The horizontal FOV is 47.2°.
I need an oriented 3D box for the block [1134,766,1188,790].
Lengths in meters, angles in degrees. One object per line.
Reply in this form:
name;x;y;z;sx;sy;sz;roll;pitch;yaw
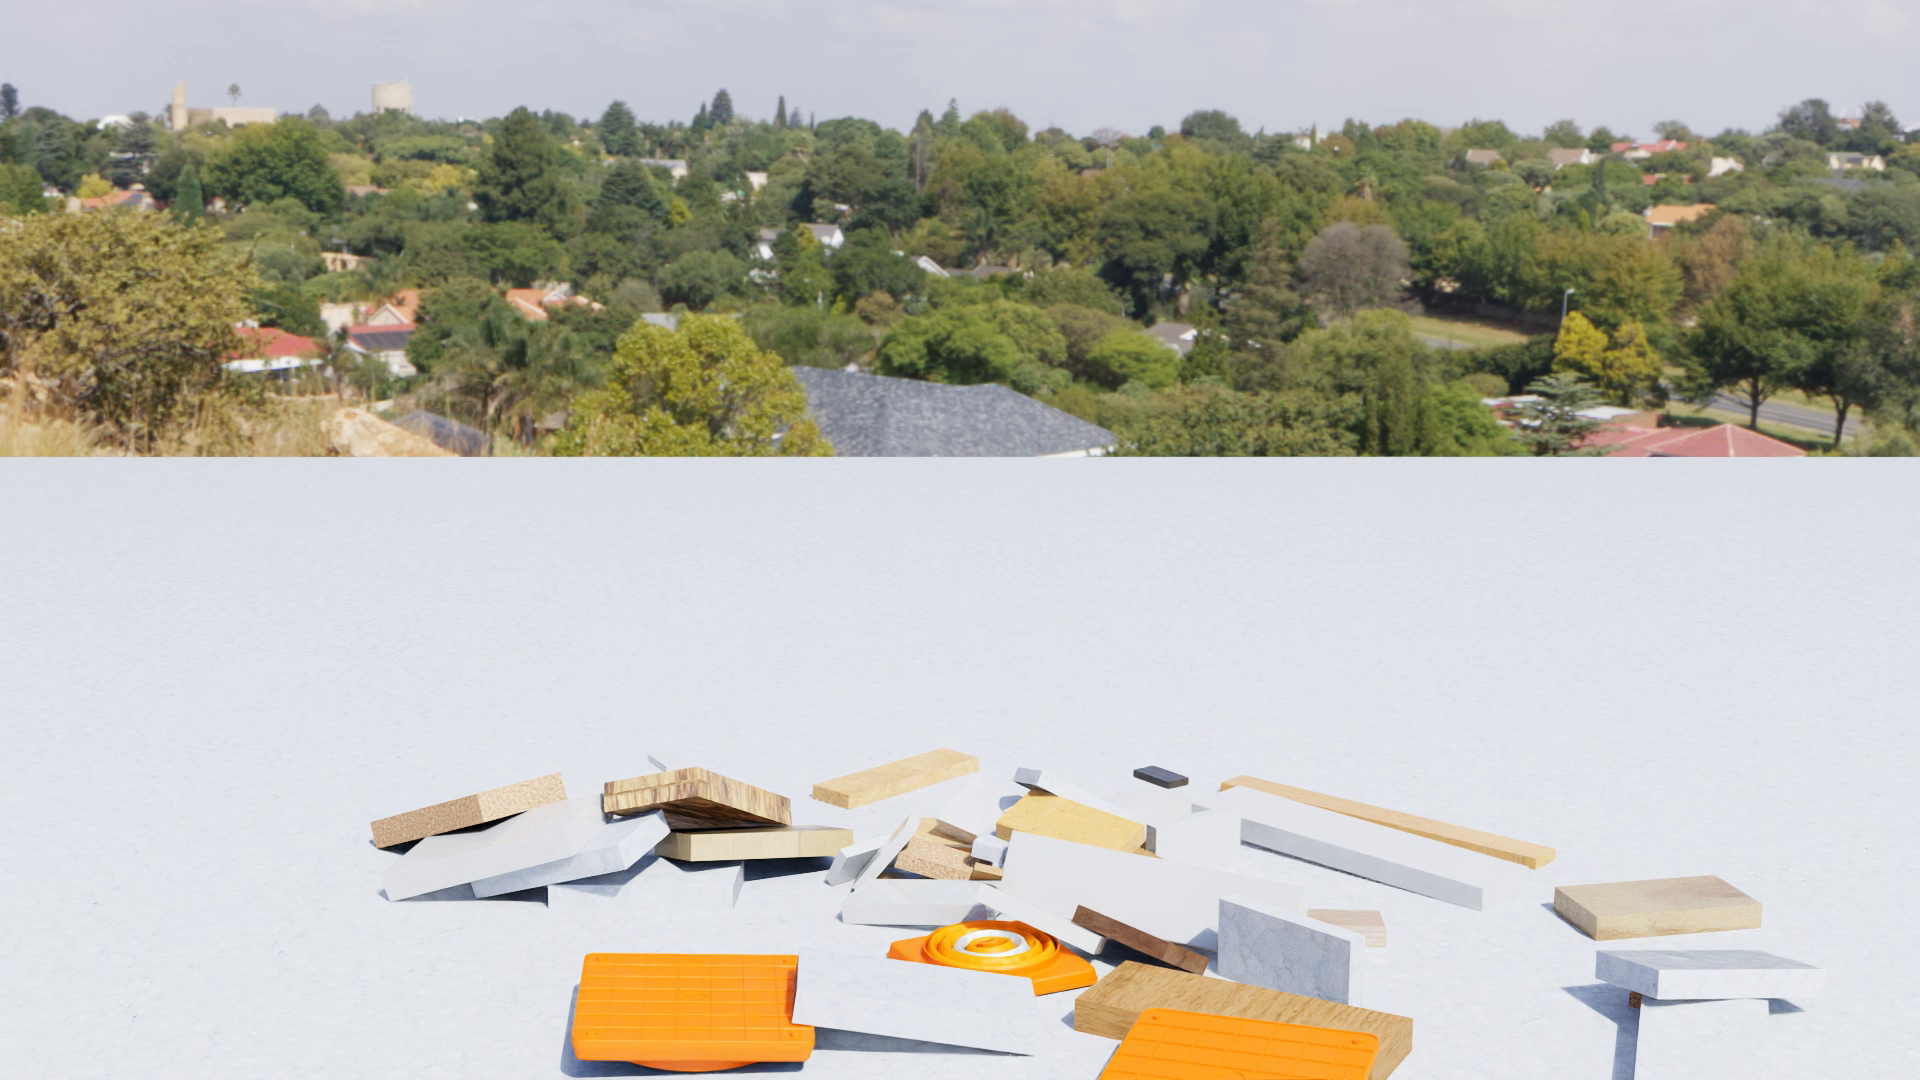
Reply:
block;0.393;0.464;4.305;0.052;0.015;0.104;-8;13;-36

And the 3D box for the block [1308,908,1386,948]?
block;0.573;0.612;3.476;0.189;0.027;0.094;1;11;3

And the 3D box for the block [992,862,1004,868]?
block;0.149;0.560;3.667;0.188;0.027;0.094;11;11;5

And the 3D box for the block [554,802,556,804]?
block;-0.765;0.502;4.100;0.106;0.015;0.053;-1;11;-4

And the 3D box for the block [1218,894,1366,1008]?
block;0.483;0.610;3.227;0.034;0.122;0.243;-10;14;-42

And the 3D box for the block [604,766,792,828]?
block;-0.444;0.454;3.768;0.174;0.049;0.347;-12;-19;19

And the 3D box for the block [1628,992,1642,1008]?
block;1.043;0.661;3.231;0.072;0.020;0.144;7;13;34

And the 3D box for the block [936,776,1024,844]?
block;0.078;0.492;3.823;0.223;0.032;0.112;18;48;38

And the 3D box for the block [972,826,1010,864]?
block;0.122;0.527;3.670;0.188;0.027;0.094;13;12;15

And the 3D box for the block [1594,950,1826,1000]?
block;1.080;0.625;3.167;0.286;0.041;0.143;4;0;-20

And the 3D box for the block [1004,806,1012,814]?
block;0.147;0.479;3.740;0.073;0.021;0.146;-24;27;-28

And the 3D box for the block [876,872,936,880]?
block;-0.070;0.578;3.676;0.143;0.020;0.072;1;11;6

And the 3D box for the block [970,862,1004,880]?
block;0.039;0.559;3.595;0.048;0.095;0.014;13;54;-2

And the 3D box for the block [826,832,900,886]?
block;-0.157;0.541;3.739;0.143;0.072;0.020;-10;47;-44

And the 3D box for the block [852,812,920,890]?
block;-0.123;0.525;3.682;0.020;0.143;0.072;40;12;-2

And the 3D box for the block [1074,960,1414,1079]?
block;0.394;0.677;3.071;0.437;0.048;0.169;6;12;29

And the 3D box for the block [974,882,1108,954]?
block;0.125;0.581;3.375;0.199;0.028;0.099;23;-6;13

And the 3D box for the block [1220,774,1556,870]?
block;0.770;0.512;4.032;0.665;0.020;0.072;10;14;42

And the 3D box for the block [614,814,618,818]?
block;-0.655;0.514;4.039;0.053;0.015;0.106;-3;11;-15

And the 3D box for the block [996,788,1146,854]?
block;0.183;0.484;3.652;0.223;0.032;0.112;15;36;34

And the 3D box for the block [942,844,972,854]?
block;0.017;0.547;3.767;0.095;0.048;0.014;1;11;6

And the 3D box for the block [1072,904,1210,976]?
block;0.274;0.610;3.355;0.099;0.028;0.199;29;-9;-40

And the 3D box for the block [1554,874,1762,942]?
block;1.124;0.592;3.546;0.286;0.041;0.143;-2;11;-12

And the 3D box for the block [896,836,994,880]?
block;-0.010;0.547;3.691;0.188;0.027;0.094;16;12;2

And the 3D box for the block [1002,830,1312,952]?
block;0.298;0.564;3.471;0.515;0.122;0.034;7;-15;32

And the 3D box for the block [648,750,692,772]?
block;-0.582;0.445;4.408;0.053;0.015;0.106;-6;12;-28

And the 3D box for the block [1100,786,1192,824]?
block;0.318;0.499;4.080;0.207;0.029;0.103;-7;13;-35

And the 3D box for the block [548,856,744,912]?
block;-0.519;0.570;3.660;0.302;0.043;0.151;0;11;1

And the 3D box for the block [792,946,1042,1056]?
block;-0.063;0.645;3.085;0.338;0.048;0.169;9;9;-5

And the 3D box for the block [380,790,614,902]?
block;-0.768;0.509;3.659;0.347;0.049;0.174;-16;10;16

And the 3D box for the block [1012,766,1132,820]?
block;0.192;0.443;3.776;0.189;0.027;0.095;28;-13;-21

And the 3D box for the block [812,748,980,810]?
block;-0.121;0.463;4.278;0.099;0.028;0.355;10;15;43

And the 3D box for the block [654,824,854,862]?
block;-0.351;0.516;3.757;0.302;0.043;0.151;3;-4;-31

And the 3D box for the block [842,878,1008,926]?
block;-0.055;0.583;3.546;0.243;0.034;0.122;-2;9;19

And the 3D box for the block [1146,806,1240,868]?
block;0.402;0.521;3.783;0.189;0.095;0.027;-7;13;-34

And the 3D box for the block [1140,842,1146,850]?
block;0.211;0.518;3.829;0.223;0.032;0.112;18;21;38

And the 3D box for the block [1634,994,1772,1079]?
block;1.002;0.696;2.967;0.169;0.048;0.338;4;11;18

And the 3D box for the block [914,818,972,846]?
block;-0.030;0.535;3.885;0.104;0.029;0.207;-2;11;-10

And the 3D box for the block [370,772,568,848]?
block;-0.861;0.473;3.843;0.347;0.049;0.174;-18;-4;43

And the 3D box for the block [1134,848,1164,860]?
block;0.335;0.553;3.658;0.146;0.021;0.073;26;14;6

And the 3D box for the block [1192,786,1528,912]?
block;0.684;0.531;3.831;0.600;0.041;0.143;12;17;43

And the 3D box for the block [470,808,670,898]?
block;-0.648;0.520;3.646;0.302;0.043;0.151;-14;10;24
